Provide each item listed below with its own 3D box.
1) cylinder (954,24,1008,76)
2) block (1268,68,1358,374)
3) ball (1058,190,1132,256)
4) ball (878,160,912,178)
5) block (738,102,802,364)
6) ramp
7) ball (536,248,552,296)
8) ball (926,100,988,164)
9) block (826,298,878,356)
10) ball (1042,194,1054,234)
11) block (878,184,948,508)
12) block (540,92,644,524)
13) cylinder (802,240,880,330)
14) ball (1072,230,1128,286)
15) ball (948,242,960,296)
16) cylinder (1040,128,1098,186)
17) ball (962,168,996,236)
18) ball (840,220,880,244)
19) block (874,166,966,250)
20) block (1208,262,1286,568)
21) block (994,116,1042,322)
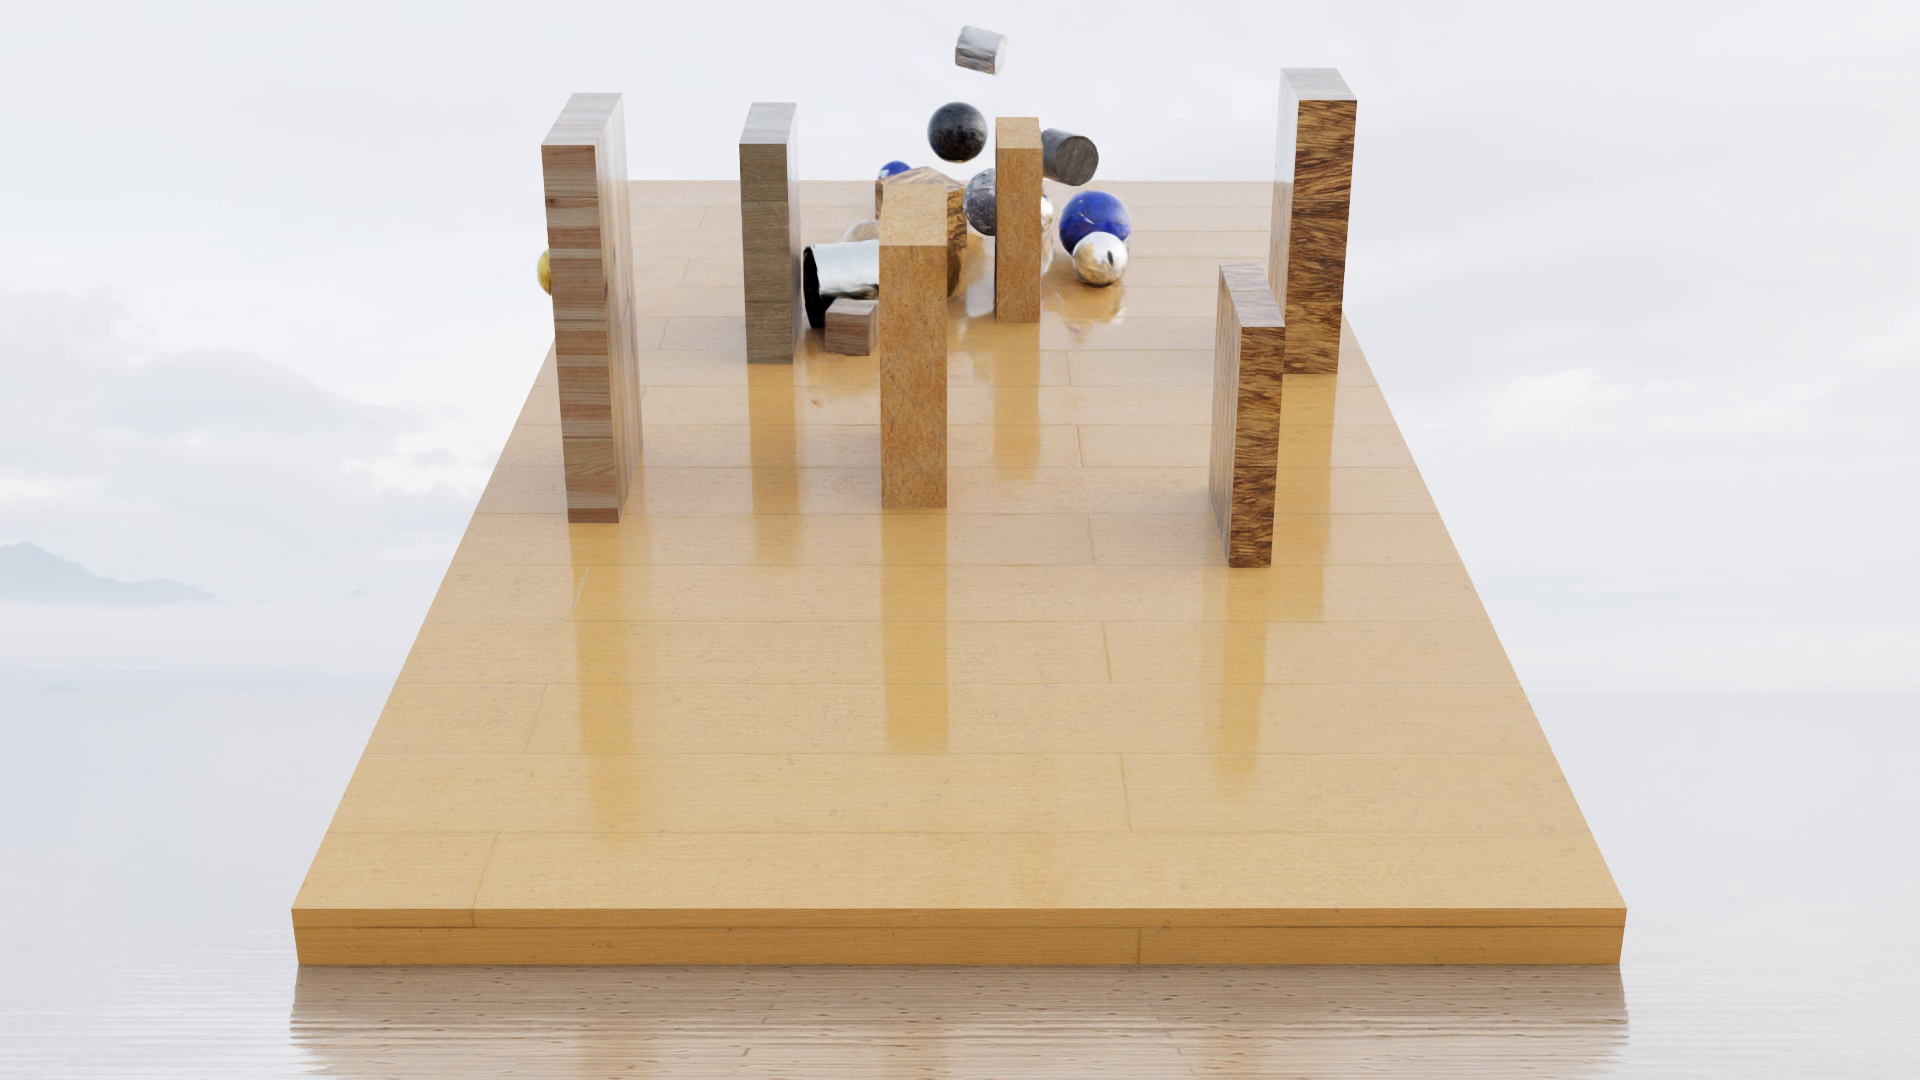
[{"bbox_3d":[0.058,-1.325,6.308,0.114,0.114,0.114,16,0,11],"label":"cylinder"},{"bbox_3d":[0.838,-0.768,5.600,0.134,0.664,0.326,0,24,0],"label":"block"},{"bbox_3d":[0.364,-0.848,6.310,0.199,0.199,0.199,0,-4,0],"label":"ball"},{"bbox_3d":[-0.188,-1.066,6.892,0.113,0.113,0.113,0,-4,0],"label":"ball"},{"bbox_3d":[-0.459,-0.755,5.708,0.112,0.545,0.396,0,24,0],"label":"block"},{"bbox_3d":[-0.008,-0.229,5.331,2.000,0.100,4.000,0,24,0],"label":"ramp"},{"bbox_3d":[-1.029,-0.699,6.068,0.146,0.146,0.146,0,-4,0],"label":"ball"},{"bbox_3d":[-0.007,-1.203,6.886,0.184,0.184,0.184,0,-4,0],"label":"ball"},{"bbox_3d":[-0.264,-0.522,5.726,0.107,0.107,0.107,5,25,11],"label":"block"},{"bbox_3d":[0.199,-0.921,6.580,0.131,0.131,0.131,0,-4,0],"label":"ball"},{"bbox_3d":[-0.095,-0.416,4.935,0.136,0.567,0.441,0,24,0],"label":"block"},{"bbox_3d":[-0.751,-0.482,4.808,0.103,0.790,0.423,0,24,0],"label":"block"},{"bbox_3d":[-0.273,-0.644,5.871,0.209,0.209,0.209,-7,-2,-14],"label":"cylinder"},{"bbox_3d":[0.370,-0.744,6.171,0.147,0.147,0.147,0,-4,0],"label":"ball"},{"bbox_3d":[-0.099,-0.698,6.003,0.200,0.200,0.200,0,-4,0],"label":"ball"},{"bbox_3d":[0.296,-1.091,6.642,0.144,0.144,0.144,2,16,-30],"label":"cylinder"},{"bbox_3d":[0.100,-0.900,6.212,0.185,0.185,0.185,0,-4,0],"label":"ball"},{"bbox_3d":[-0.229,-0.753,6.128,0.177,0.177,0.177,0,-4,0],"label":"ball"},{"bbox_3d":[-0.109,-0.898,6.429,0.182,0.182,0.182,-22,39,-32],"label":"block"},{"bbox_3d":[0.570,-0.255,4.666,0.083,0.500,0.398,0,24,0],"label":"block"},{"bbox_3d":[0.147,-0.822,5.974,0.111,0.452,0.314,0,24,0],"label":"block"}]
